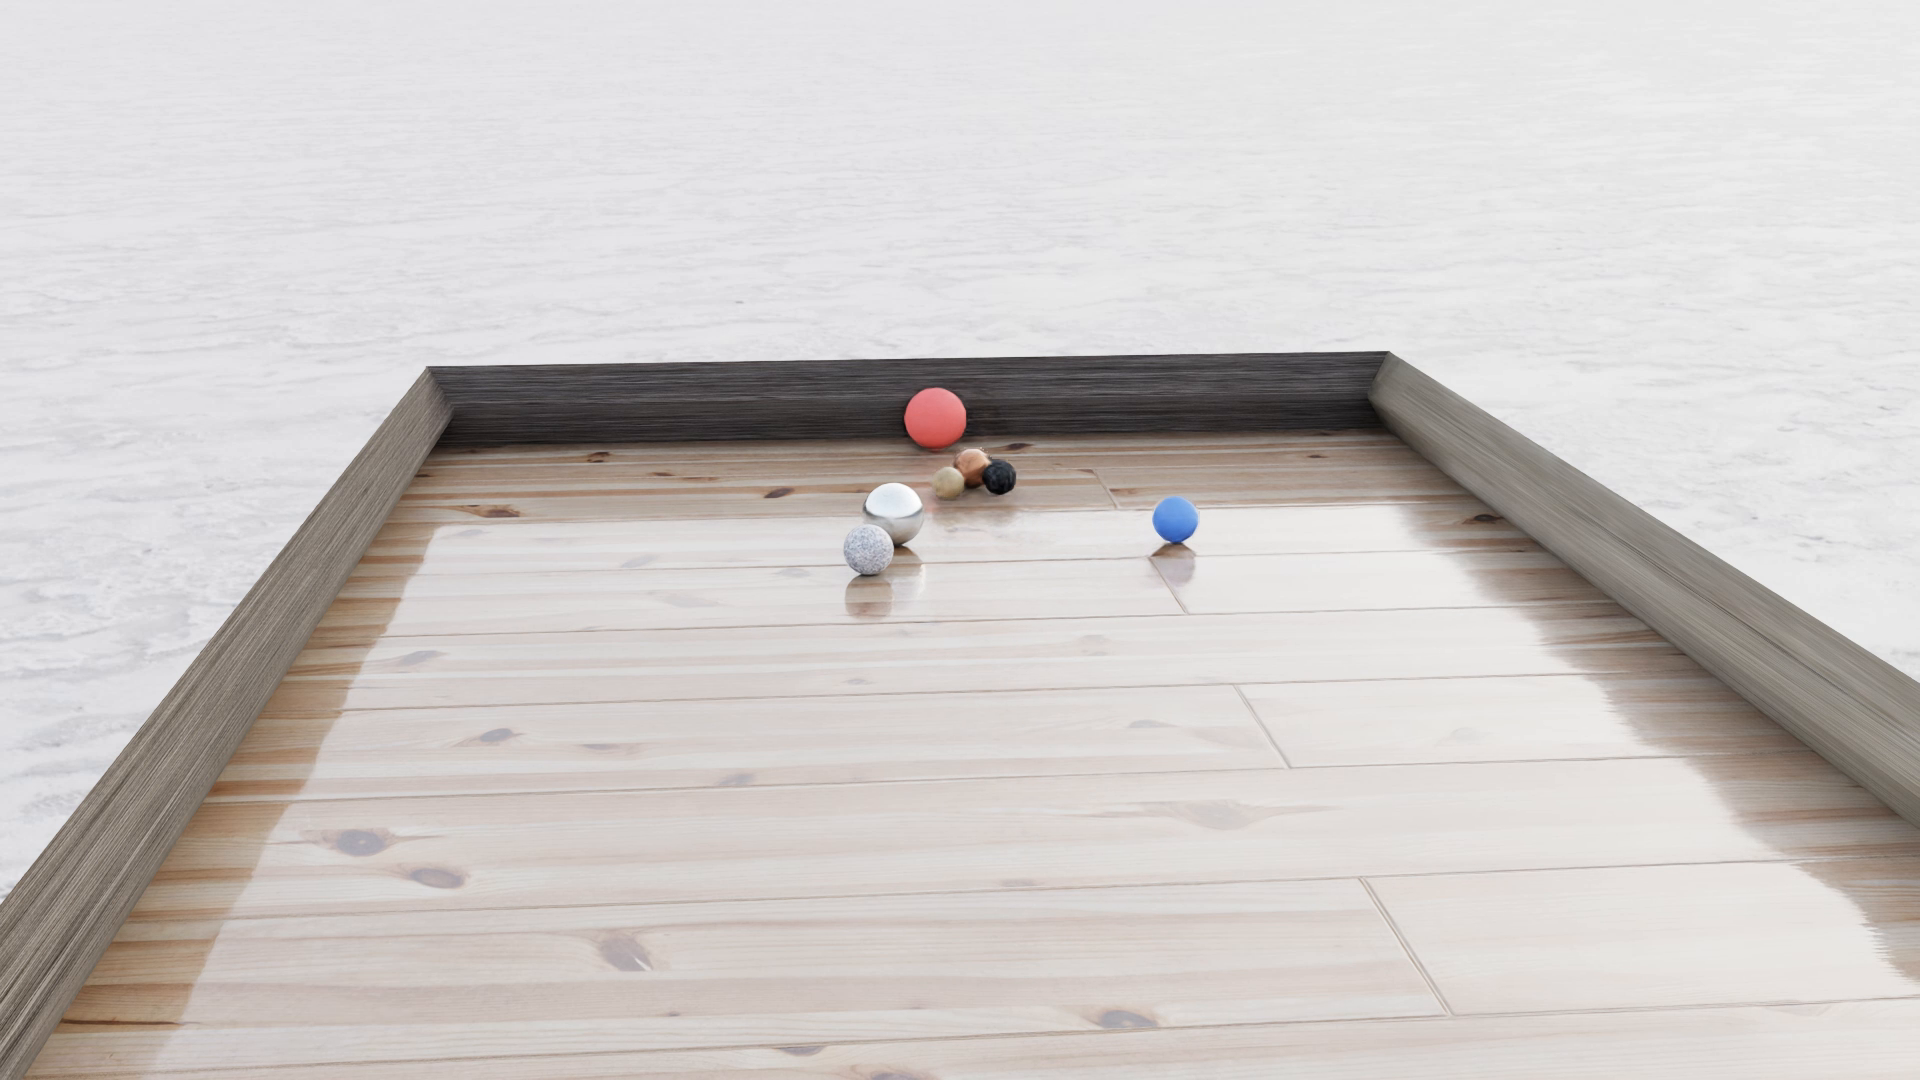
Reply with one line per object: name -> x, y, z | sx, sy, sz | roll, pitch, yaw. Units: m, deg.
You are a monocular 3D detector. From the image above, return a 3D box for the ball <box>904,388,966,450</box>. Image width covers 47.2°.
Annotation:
ball -> -0.038, -0.187, 3.382 | 0.096, 0.096, 0.096 | 0, 15, 0

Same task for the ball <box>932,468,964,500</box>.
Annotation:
ball -> -0.016, -0.079, 3.077 | 0.046, 0.046, 0.046 | 0, 15, 0

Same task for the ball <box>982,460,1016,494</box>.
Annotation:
ball -> 0.056, -0.089, 3.107 | 0.048, 0.048, 0.048 | 0, 15, 0

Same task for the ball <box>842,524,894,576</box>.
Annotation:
ball -> -0.113, 0.012, 2.702 | 0.062, 0.062, 0.062 | 0, 15, 0

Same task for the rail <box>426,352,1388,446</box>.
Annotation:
rail -> -0.065, -0.219, 3.443 | 1.515, 0.124, 0.045 | -1, 15, -5

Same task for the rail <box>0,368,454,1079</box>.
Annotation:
rail -> -0.664, 0.177, 1.960 | 0.045, 0.124, 2.997 | -1, 15, -5

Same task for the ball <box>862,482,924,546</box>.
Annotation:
ball -> -0.086, -0.033, 2.834 | 0.081, 0.081, 0.081 | 0, 15, 0

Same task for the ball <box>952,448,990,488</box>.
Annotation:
ball -> 0.017, -0.102, 3.140 | 0.057, 0.057, 0.057 | 0, 15, 0

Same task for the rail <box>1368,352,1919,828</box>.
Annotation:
rail -> 0.798, 0.143, 2.088 | 0.045, 0.124, 2.997 | -1, 15, -5

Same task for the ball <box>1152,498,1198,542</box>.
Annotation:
ball -> 0.279, -0.026, 2.851 | 0.059, 0.059, 0.059 | 0, 15, 0
